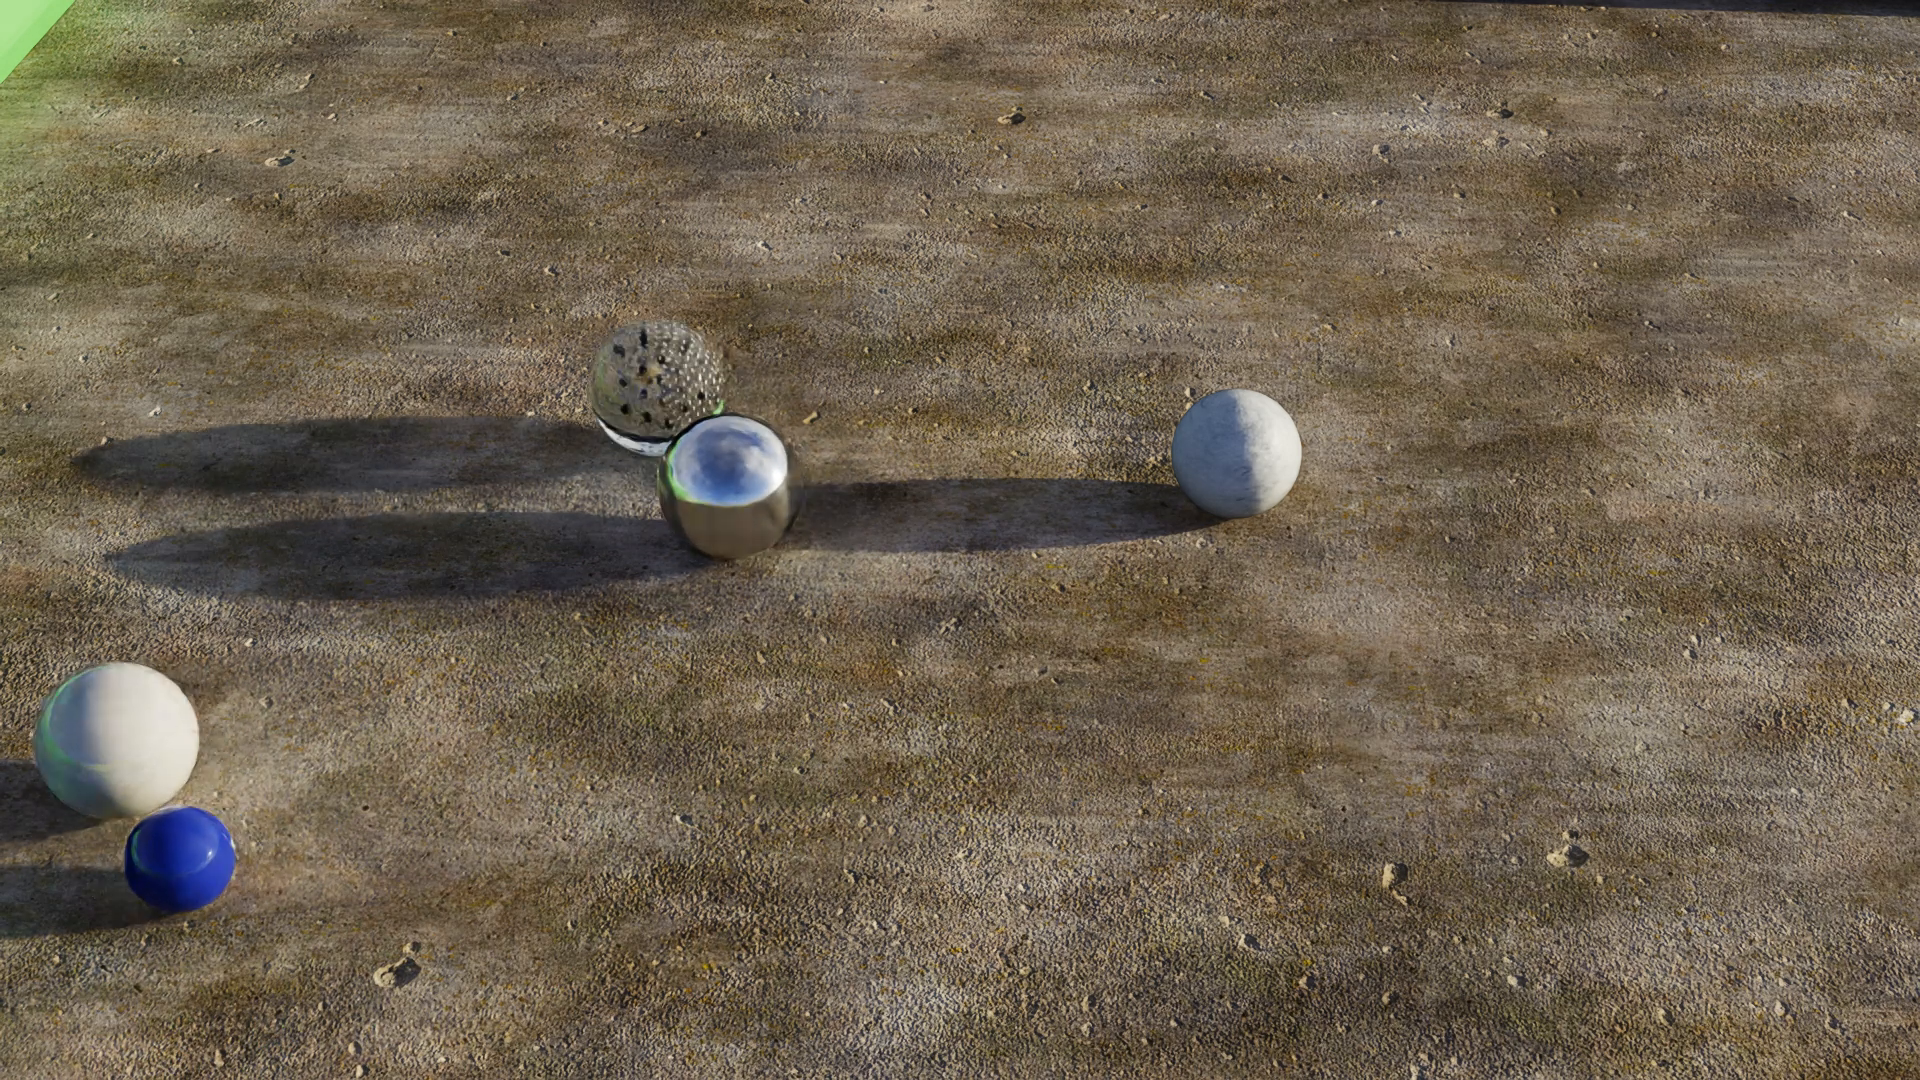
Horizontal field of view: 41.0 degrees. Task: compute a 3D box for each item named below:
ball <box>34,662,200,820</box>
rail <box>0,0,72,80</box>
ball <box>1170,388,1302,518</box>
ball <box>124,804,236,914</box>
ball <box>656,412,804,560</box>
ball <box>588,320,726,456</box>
[{"bbox_3d":[-0.502,0.120,1.529,0.094,0.094,0.094,0,35,0],"label":"ball"},{"bbox_3d":[-0.925,-0.062,1.752,0.045,0.130,2.193,3,36,4],"label":"rail"},{"bbox_3d":[0.192,-0.060,1.785,0.091,0.091,0.091,0,35,0],"label":"ball"},{"bbox_3d":[-0.447,0.183,1.469,0.062,0.062,0.062,0,35,0],"label":"ball"},{"bbox_3d":[-0.156,-0.037,1.744,0.100,0.100,0.100,0,35,0],"label":"ball"},{"bbox_3d":[-0.218,-0.109,1.847,0.099,0.099,0.099,0,35,0],"label":"ball"}]
